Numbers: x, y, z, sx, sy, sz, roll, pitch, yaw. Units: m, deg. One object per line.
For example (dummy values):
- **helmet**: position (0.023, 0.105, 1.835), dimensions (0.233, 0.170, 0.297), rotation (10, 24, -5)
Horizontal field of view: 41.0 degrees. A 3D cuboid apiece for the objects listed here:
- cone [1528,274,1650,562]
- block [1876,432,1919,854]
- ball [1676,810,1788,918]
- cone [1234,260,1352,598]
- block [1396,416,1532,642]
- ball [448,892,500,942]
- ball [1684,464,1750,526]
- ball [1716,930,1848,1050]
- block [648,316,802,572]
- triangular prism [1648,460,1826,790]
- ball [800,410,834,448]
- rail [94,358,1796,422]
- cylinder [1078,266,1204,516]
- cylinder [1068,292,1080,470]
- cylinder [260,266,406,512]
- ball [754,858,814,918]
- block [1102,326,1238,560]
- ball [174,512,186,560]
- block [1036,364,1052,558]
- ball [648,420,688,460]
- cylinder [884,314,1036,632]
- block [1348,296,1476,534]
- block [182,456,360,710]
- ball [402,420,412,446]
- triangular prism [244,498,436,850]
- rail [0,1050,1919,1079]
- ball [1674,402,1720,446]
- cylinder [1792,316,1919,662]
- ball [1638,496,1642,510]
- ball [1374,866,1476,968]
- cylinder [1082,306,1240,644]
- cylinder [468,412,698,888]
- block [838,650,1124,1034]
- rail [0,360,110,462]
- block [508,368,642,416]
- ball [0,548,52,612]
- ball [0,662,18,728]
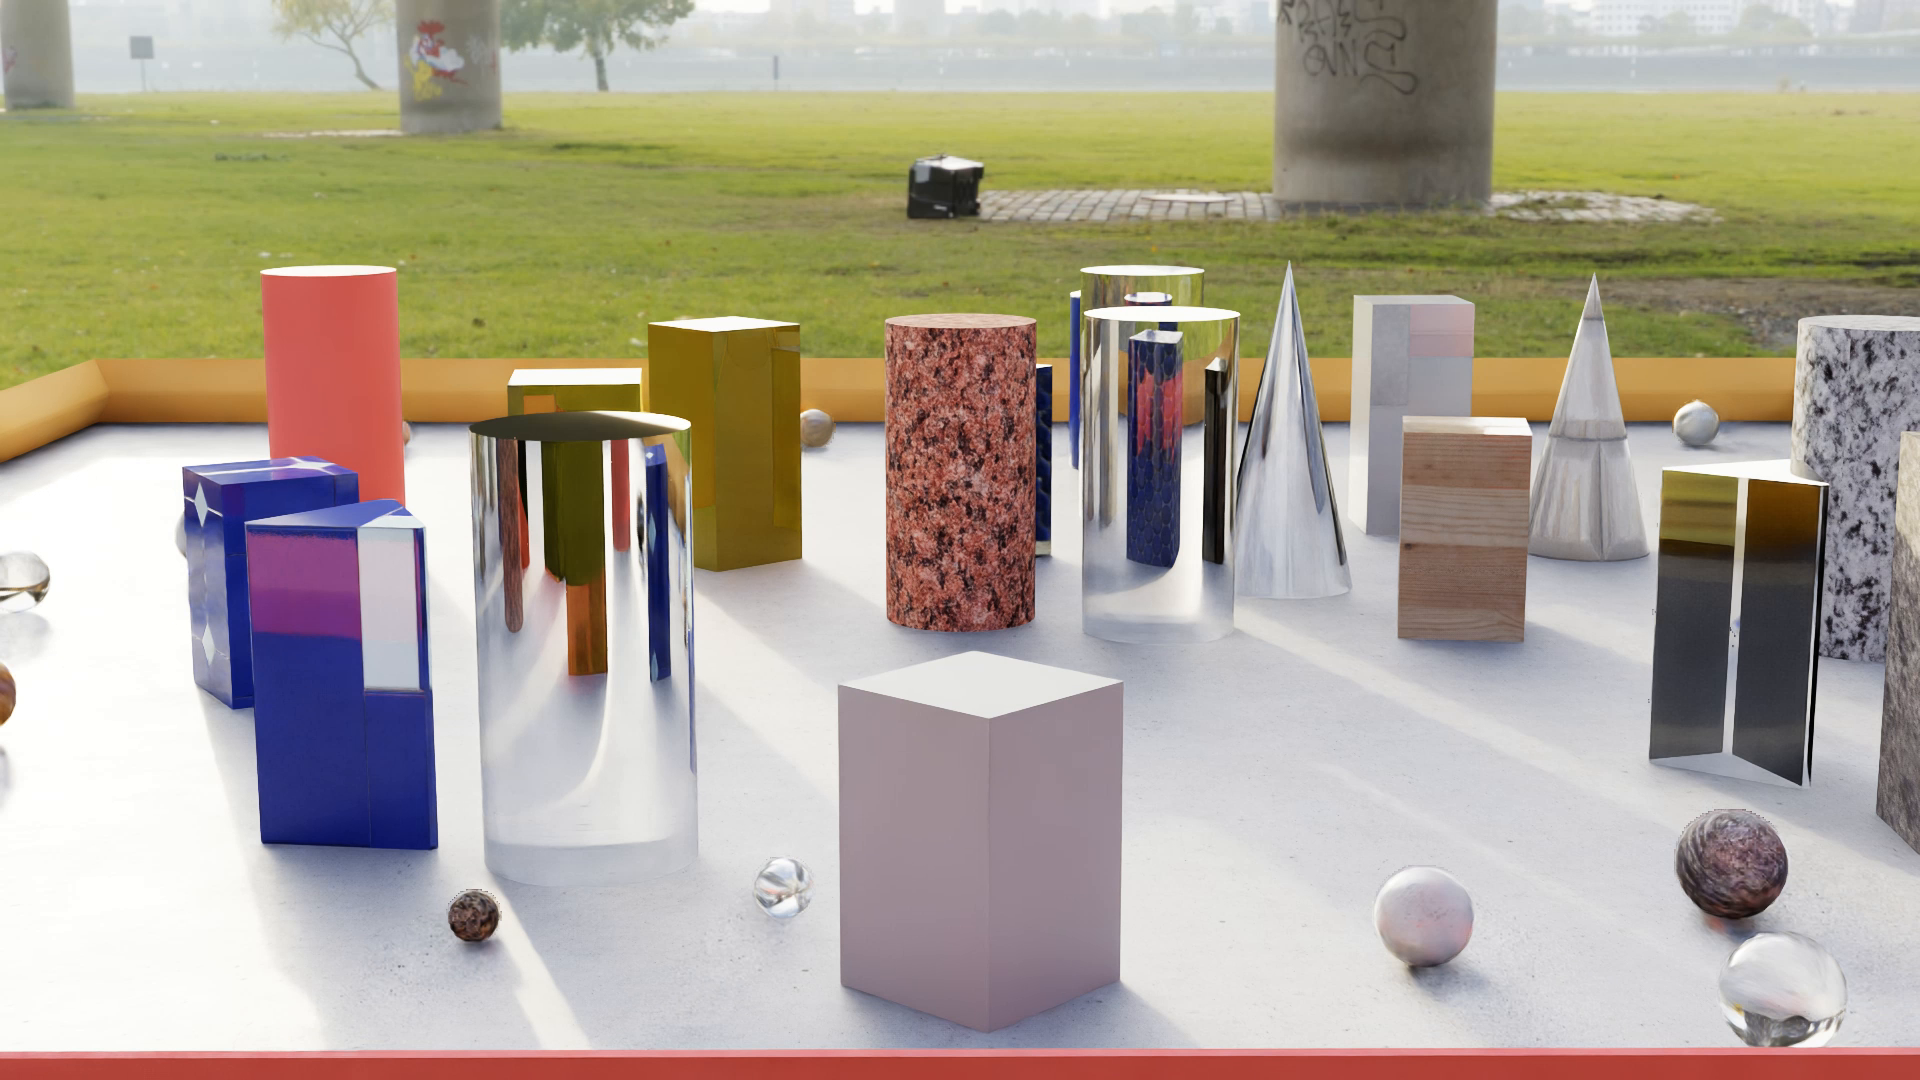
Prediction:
- **cone**: position (0.949, -0.194, 3.873), dimensions (0.200, 0.424, 0.200), rotation (0, 10, 0)
- **block**: position (0.979, 0.098, 2.415), dimensions (0.160, 0.380, 0.160), rotation (1, 10, 3)
- **ball**: position (0.667, 0.281, 2.218), dimensions (0.093, 0.093, 0.093), rotation (0, 10, 0)
- **cone**: position (0.458, -0.163, 3.607), dimensions (0.200, 0.461, 0.200), rotation (0, 10, 0)
- **block**: position (0.656, -0.017, 3.349), dimensions (0.160, 0.268, 0.160), rotation (2, 11, 9)
- **ball**: position (-0.409, 0.317, 2.159), dimensions (0.042, 0.042, 0.042), rotation (0, 10, 0)
- **ball**: position (1.210, -0.071, 4.099), dimensions (0.100, 0.100, 0.100), rotation (0, 10, 0)
- **ball**: position (0.612, 0.338, 1.909), dimensions (0.093, 0.093, 0.093), rotation (0, 10, 0)
- **block**: position (-0.349, -0.146, 3.816), dimensions (0.160, 0.351, 0.160), rotation (-9, 14, -41)
- **triangular prism**: position (0.844, 0.079, 2.698), dimensions (0.173, 0.314, 0.150), rotation (8, 13, 38)
- **ball**: position (-0.281, -0.215, 4.950), dimensions (0.075, 0.075, 0.075), rotation (0, 10, 0)
- **rail**: position (-0.011, -0.307, 5.289), dimensions (3.553, 0.130, 0.045), rotation (0, 10, 0)
- **cylinder**: position (0.295, -0.239, 4.180), dimensions (0.200, 0.401, 0.200), rotation (0, 10, 0)
- **cylinder**: position (0.301, -0.293, 4.707), dimensions (0.200, 0.317, 0.200), rotation (0, 10, 0)
- **cylinder**: position (-0.952, -0.199, 3.907), dimensions (0.200, 0.422, 0.200), rotation (0, 10, 0)
- **ball**: position (-0.152, 0.301, 2.220), dimensions (0.052, 0.052, 0.052), rotation (0, 10, 0)
- **block**: position (0.316, -0.152, 3.902), dimensions (0.160, 0.331, 0.160), rotation (-3, 11, -13)
- **ball**: position (-1.100, -0.008, 3.759), dimensions (0.099, 0.099, 0.099), rotation (0, 10, 0)
- **block**: position (0.025, -0.117, 3.838), dimensions (0.160, 0.286, 0.160), rotation (9, 14, 39)
- **ball**: position (-0.546, -0.189, 4.804), dimensions (0.075, 0.075, 0.075), rotation (0, 10, 0)
- **cylinder**: position (0.001, -0.093, 3.406), dimensions (0.200, 0.396, 0.200), rotation (0, 10, 0)
- **block**: position (0.717, -0.202, 4.087), dimensions (0.160, 0.362, 0.160), rotation (0, 10, -2)
- **block**: position (-0.808, 0.046, 3.023), dimensions (0.160, 0.261, 0.160), rotation (-6, 12, -31)
- **ball**: position (-1.086, -0.204, 4.942), dimensions (0.056, 0.056, 0.056), rotation (0, 10, 0)
- **triangular prism**: position (-0.570, 0.124, 2.472), dimensions (0.173, 0.308, 0.150), rotation (1, 11, 7)
- **rail**: position (0.011, 0.374, 1.608), dimensions (3.553, 0.130, 0.045), rotation (0, 10, 0)
- **ball**: position (1.428, -0.225, 4.973), dimensions (0.085, 0.085, 0.085), rotation (0, 10, 0)
- **cylinder**: position (1.150, -0.069, 3.235), dimensions (0.200, 0.411, 0.200), rotation (0, 10, 0)
- **ball**: position (1.083, -0.057, 4.165), dimensions (0.049, 0.049, 0.049), rotation (0, 10, 0)
- **ball**: position (0.380, 0.308, 2.099), dimensions (0.082, 0.082, 0.082), rotation (0, 10, 0)
- **cylinder**: position (0.259, -0.087, 3.329), dimensions (0.200, 0.413, 0.200), rotation (0, 10, 0)
- **cylinder**: position (-0.345, 0.095, 2.364), dimensions (0.200, 0.404, 0.200), rotation (0, 10, 0)
- **block**: position (0.017, 0.234, 2.044), dimensions (0.160, 0.247, 0.160), rotation (9, 14, 42)
- **rail**: position (-1.753, 0.035, 3.439), dimensions (0.045, 0.130, 3.790), rotation (0, 10, 0)
- **block**: position (-0.477, -0.033, 3.221), dimensions (0.160, 0.346, 0.160), rotation (-1, 11, -6)
- **ball**: position (-1.272, 0.054, 3.461), dimensions (0.087, 0.087, 0.087), rotation (0, 10, 0)
- **ball**: position (-1.083, 0.170, 2.809), dimensions (0.096, 0.096, 0.096), rotation (0, 10, 0)
